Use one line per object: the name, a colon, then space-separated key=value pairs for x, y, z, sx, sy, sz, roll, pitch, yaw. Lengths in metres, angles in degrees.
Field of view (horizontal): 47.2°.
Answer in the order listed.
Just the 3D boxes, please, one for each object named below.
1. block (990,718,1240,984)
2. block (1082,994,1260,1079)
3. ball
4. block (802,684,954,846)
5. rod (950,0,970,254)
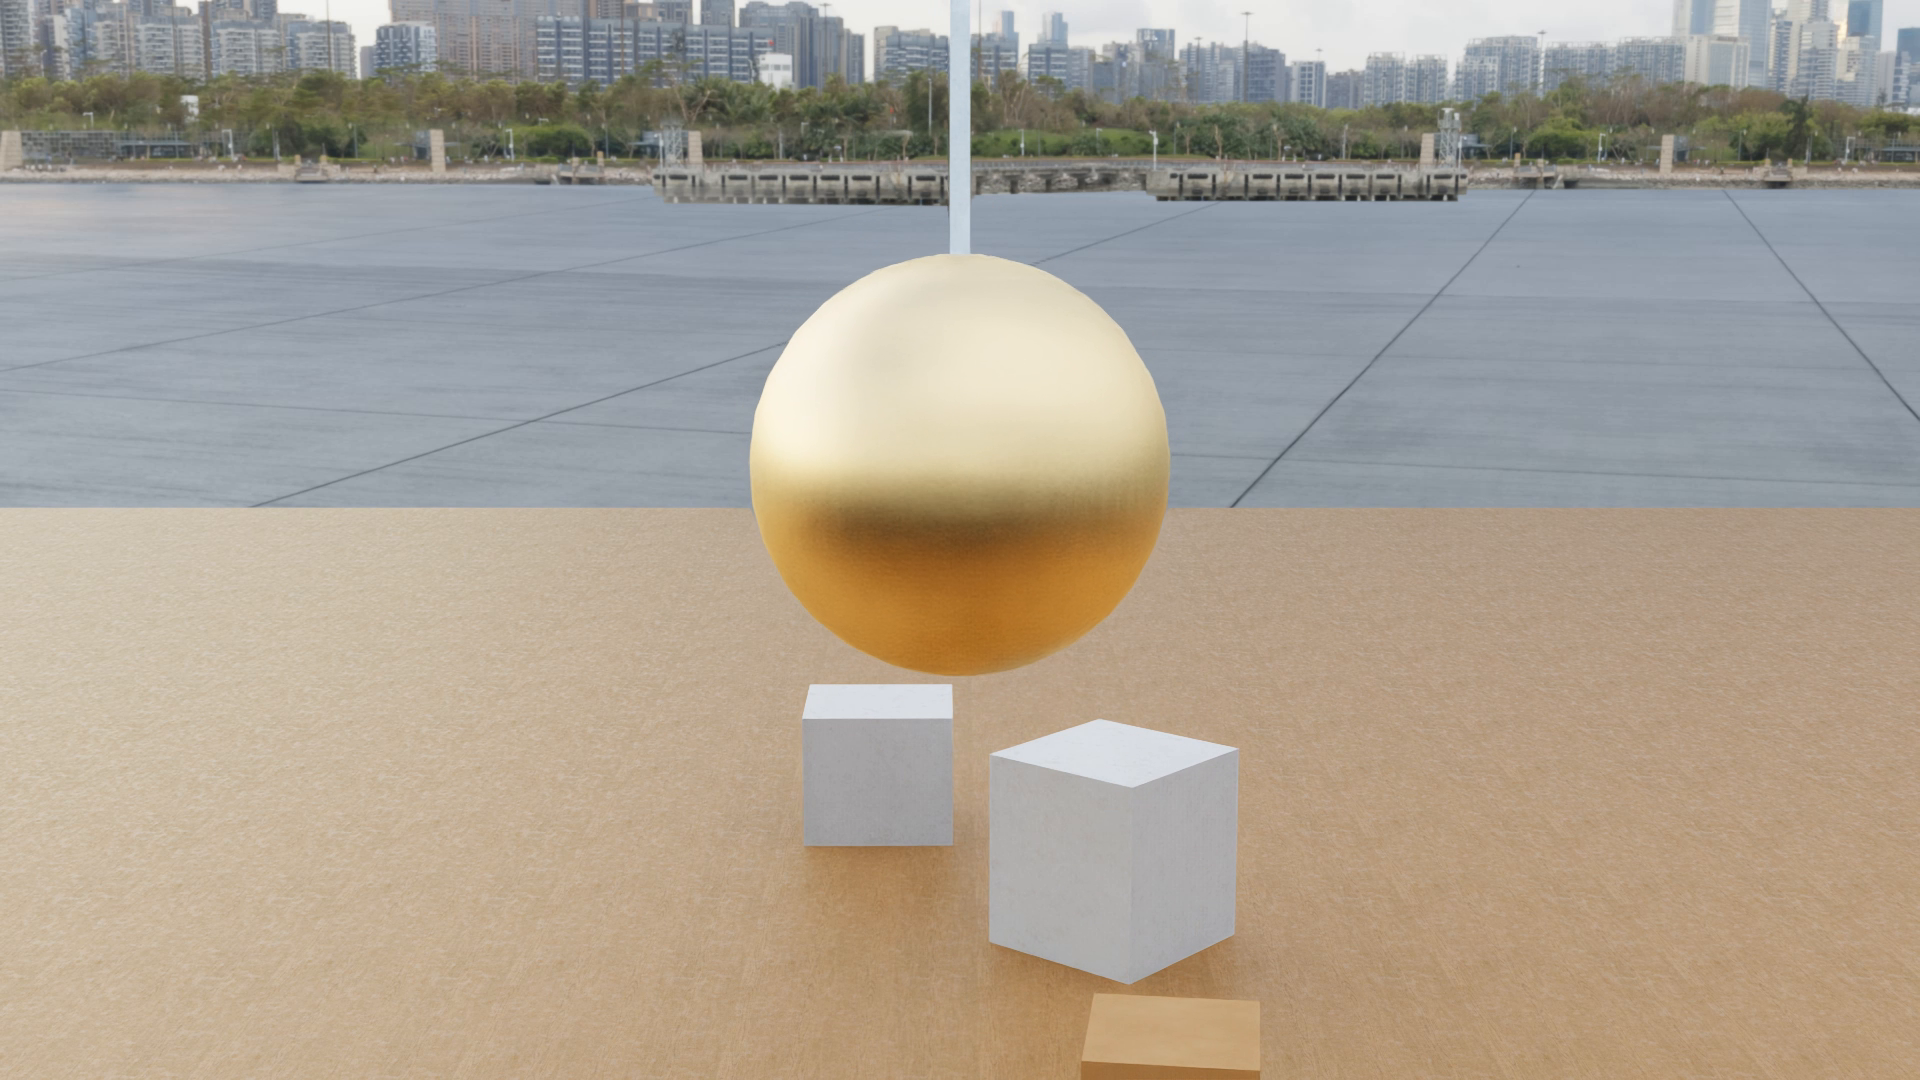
block: x=0.680 y=1.351 z=9.726 sx=0.773 sy=0.862 sz=0.790 roll=9 pitch=14 yaw=40
block: x=0.703 y=1.917 z=7.291 sx=0.564 sy=0.619 sz=0.572 roll=1 pitch=10 yaw=7
ball: x=0.000 y=-0.284 z=8.365 sx=1.600 sy=1.600 sz=1.600 roll=0 pitch=10 yaw=0
block: x=-0.415 y=1.154 z=11.370 sx=0.753 sy=0.662 sz=0.697 roll=0 pitch=10 yaw=-1
rod: x=0.000 y=-3.542 z=9.339 sx=0.080 sy=5.200 sz=0.080 roll=0 pitch=-17 yaw=0
